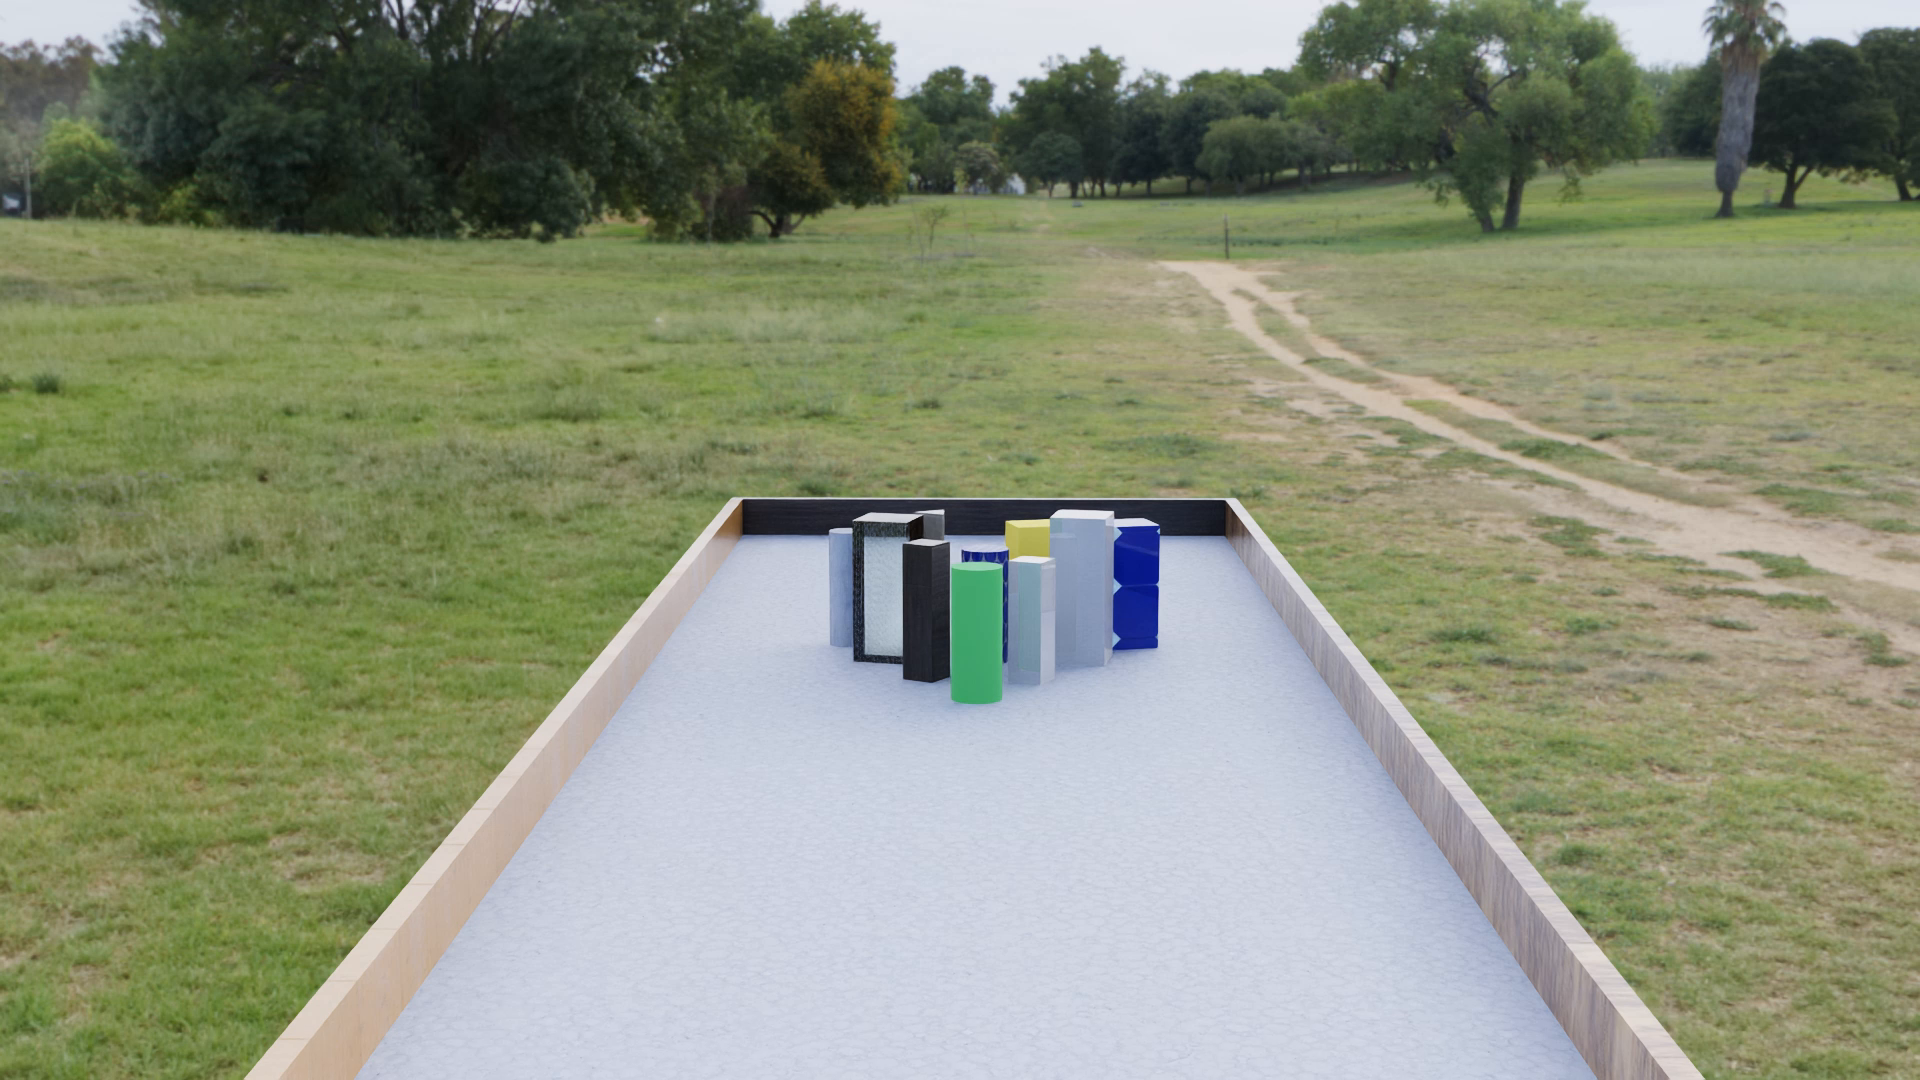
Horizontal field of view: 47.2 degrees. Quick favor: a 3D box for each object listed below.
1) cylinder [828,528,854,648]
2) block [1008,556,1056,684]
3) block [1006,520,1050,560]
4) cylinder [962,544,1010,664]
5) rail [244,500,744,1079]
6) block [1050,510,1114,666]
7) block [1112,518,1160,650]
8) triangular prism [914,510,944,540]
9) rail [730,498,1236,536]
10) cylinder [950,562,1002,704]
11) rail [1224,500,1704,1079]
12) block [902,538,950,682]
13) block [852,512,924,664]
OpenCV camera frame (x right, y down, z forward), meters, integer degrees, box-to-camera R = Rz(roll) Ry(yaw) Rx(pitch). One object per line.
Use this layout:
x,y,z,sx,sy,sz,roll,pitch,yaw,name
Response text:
-0.352,0.149,6.915,0.117,0.361,0.117,0,9,0,cylinder
0.209,0.233,6.401,0.103,0.357,0.103,4,10,26,block
0.232,0.135,6.946,0.144,0.379,0.144,-2,9,-15,block
0.076,0.196,6.669,0.145,0.345,0.145,0,9,0,cylinder
-1.004,0.839,3.234,0.050,0.150,12.000,0,9,1,rail
0.369,0.143,6.676,0.169,0.447,0.169,2,9,12,block
0.525,0.137,6.907,0.157,0.388,0.157,-2,9,-14,block
-0.075,0.115,6.959,0.105,0.415,0.091,5,10,30,triangular prism
0.099,-0.098,9.147,2.100,0.150,0.050,0,9,1,rail
0.047,0.259,6.167,0.146,0.377,0.146,0,9,0,cylinder
1.046,0.843,3.208,0.050,0.150,12.000,0,9,1,rail
-0.098,0.206,6.424,0.100,0.403,0.100,6,11,31,block
-0.218,0.146,6.704,0.172,0.433,0.172,3,9,16,block
